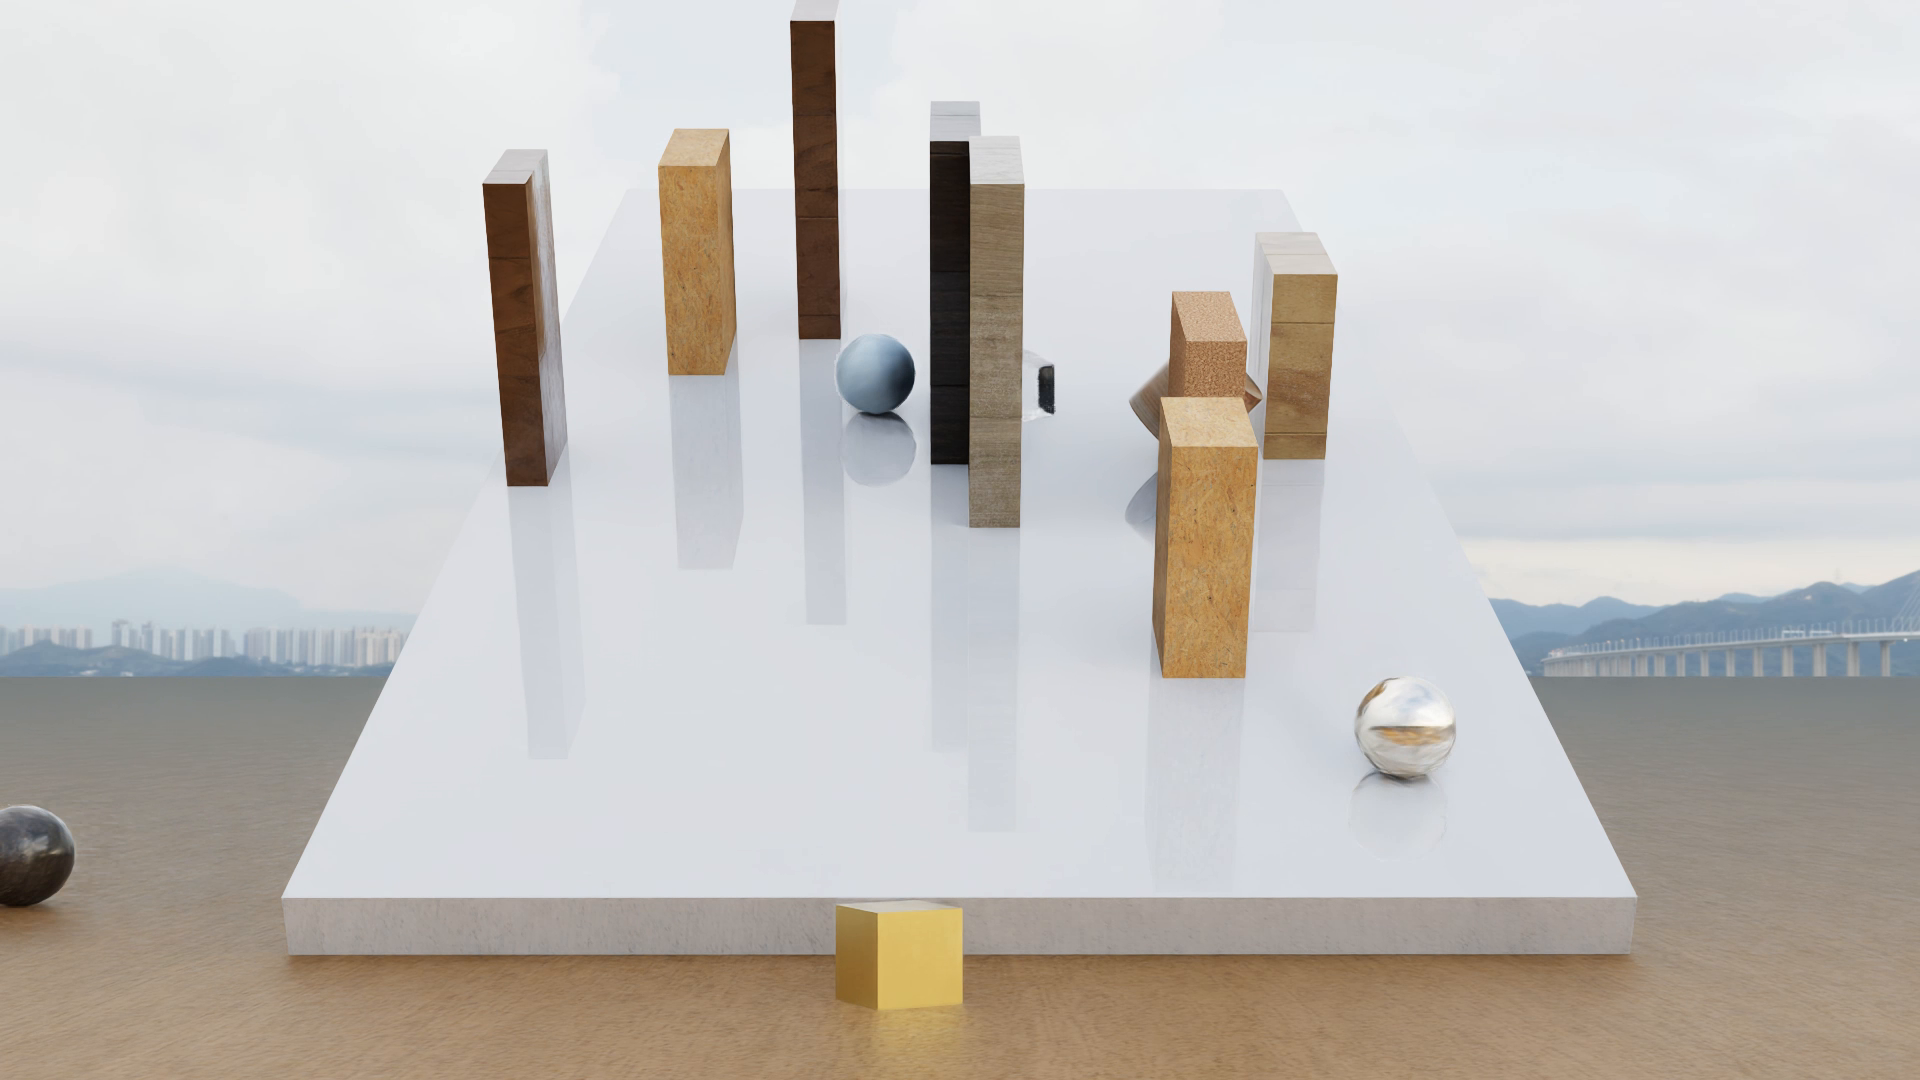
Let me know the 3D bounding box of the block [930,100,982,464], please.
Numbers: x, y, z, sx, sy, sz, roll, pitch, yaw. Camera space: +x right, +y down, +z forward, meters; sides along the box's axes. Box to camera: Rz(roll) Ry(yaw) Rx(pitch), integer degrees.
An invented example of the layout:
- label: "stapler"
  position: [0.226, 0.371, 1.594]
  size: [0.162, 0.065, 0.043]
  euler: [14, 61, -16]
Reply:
- label: "block"
  position: [-0.011, -0.559, 5.026]
  size: [0.106, 0.707, 0.360]
  euler: [0, 24, 0]

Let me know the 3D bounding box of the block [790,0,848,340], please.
- label: "block"
  position: [-0.349, -0.940, 5.796]
  size: [0.105, 0.788, 0.399]
  euler: [0, 24, 0]

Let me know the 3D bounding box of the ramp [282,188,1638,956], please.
- label: "ramp"
  position: [-0.008, -0.227, 5.274]
  size: [2.000, 0.100, 4.000]
  euler: [0, 24, 0]

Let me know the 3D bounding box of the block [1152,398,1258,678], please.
- label: "block"
  position: [0.428, -0.005, 4.097]
  size: [0.145, 0.436, 0.240]
  euler: [0, 24, 0]

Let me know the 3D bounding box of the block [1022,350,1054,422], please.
- label: "block"
  position: [0.130, -0.349, 5.273]
  size: [0.124, 0.124, 0.124]
  euler: [-12, 26, -26]

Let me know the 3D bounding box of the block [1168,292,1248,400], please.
- label: "block"
  position: [0.495, -0.258, 4.704]
  size: [0.118, 0.414, 0.320]
  euler: [0, 24, 0]

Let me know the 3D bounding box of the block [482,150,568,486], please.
- label: "block"
  position: [-0.910, -0.467, 4.879]
  size: [0.086, 0.652, 0.278]
  euler: [0, 24, 0]

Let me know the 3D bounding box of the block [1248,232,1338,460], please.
- label: "block"
  position: [0.725, -0.430, 5.095]
  size: [0.135, 0.417, 0.318]
  euler: [0, 24, 0]

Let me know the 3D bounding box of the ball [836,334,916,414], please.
- label: "ball"
  position: [-0.192, -0.378, 5.266]
  size: [0.182, 0.182, 0.182]
  euler: [0, -3, 0]

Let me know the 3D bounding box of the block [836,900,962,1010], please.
- label: "block"
  position: [-0.079, 0.531, 2.976]
  size: [0.121, 0.121, 0.121]
  euler: [2, -4, -29]

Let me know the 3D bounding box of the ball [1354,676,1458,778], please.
- label: "ball"
  position: [0.718, 0.301, 3.739]
  size: [0.163, 0.163, 0.163]
  euler: [0, -3, 0]

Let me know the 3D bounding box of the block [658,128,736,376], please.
- label: "block"
  position: [-0.628, -0.698, 5.588]
  size: [0.133, 0.508, 0.361]
  euler: [0, 24, 0]

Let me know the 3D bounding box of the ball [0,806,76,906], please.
- label: "ball"
  position: [-1.689, 0.568, 4.176]
  size: [0.181, 0.181, 0.181]
  euler: [0, -3, 0]

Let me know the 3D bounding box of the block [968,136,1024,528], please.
- label: "block"
  position: [0.070, -0.426, 4.718]
  size: [0.103, 0.710, 0.380]
  euler: [0, 24, 0]

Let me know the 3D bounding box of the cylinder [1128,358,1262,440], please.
- label: "cylinder"
  position: [0.505, -0.304, 4.969]
  size: [0.203, 0.203, 0.203]
  euler: [-45, -20, 17]
